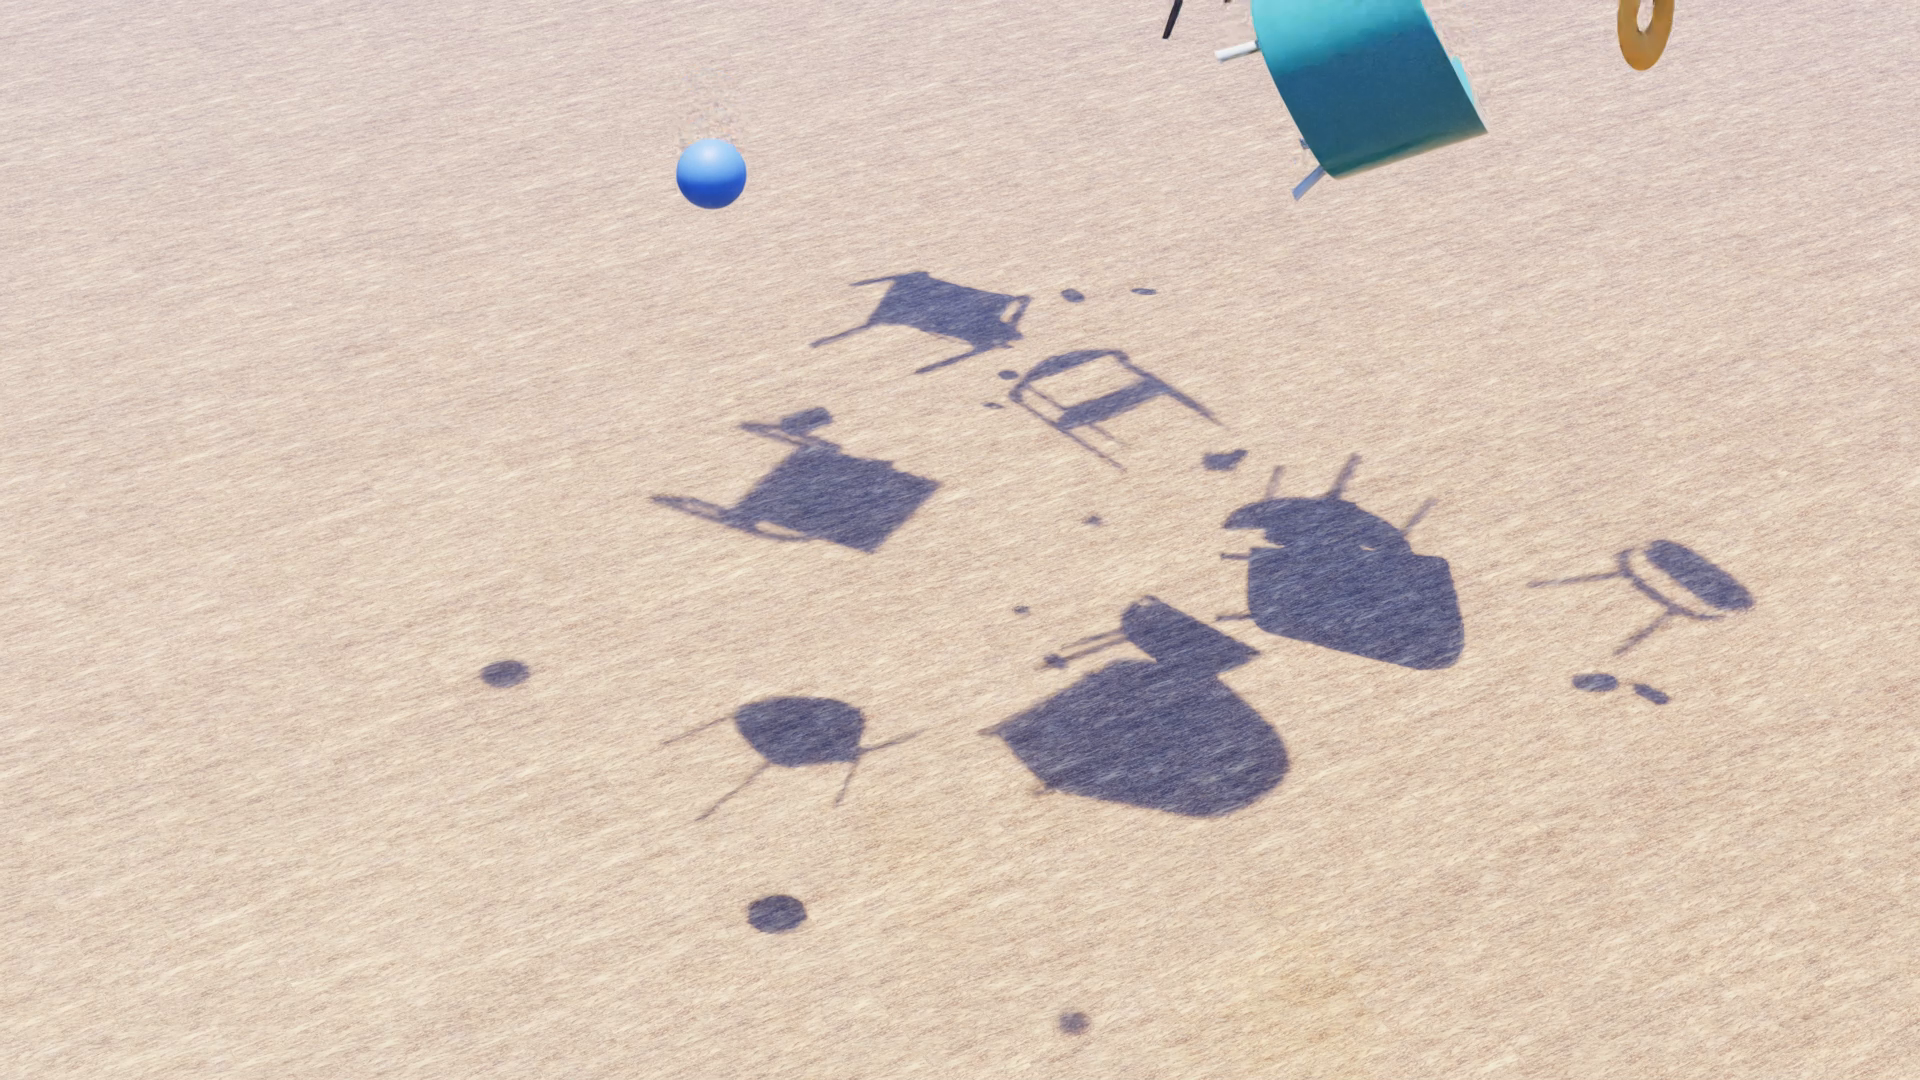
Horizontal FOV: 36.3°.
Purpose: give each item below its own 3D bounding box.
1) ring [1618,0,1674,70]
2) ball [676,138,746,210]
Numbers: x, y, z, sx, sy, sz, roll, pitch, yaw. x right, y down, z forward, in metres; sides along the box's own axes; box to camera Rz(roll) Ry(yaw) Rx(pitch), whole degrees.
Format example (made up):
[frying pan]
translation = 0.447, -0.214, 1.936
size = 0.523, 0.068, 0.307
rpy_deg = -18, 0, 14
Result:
[ring]
translation = 2.107, -1.621, 9.012
size = 0.171, 0.387, 0.089
rpy_deg = -6, 35, -4
[ball]
translation = -0.675, -0.994, 7.959
size = 0.192, 0.192, 0.192
rpy_deg = 0, 33, 0
